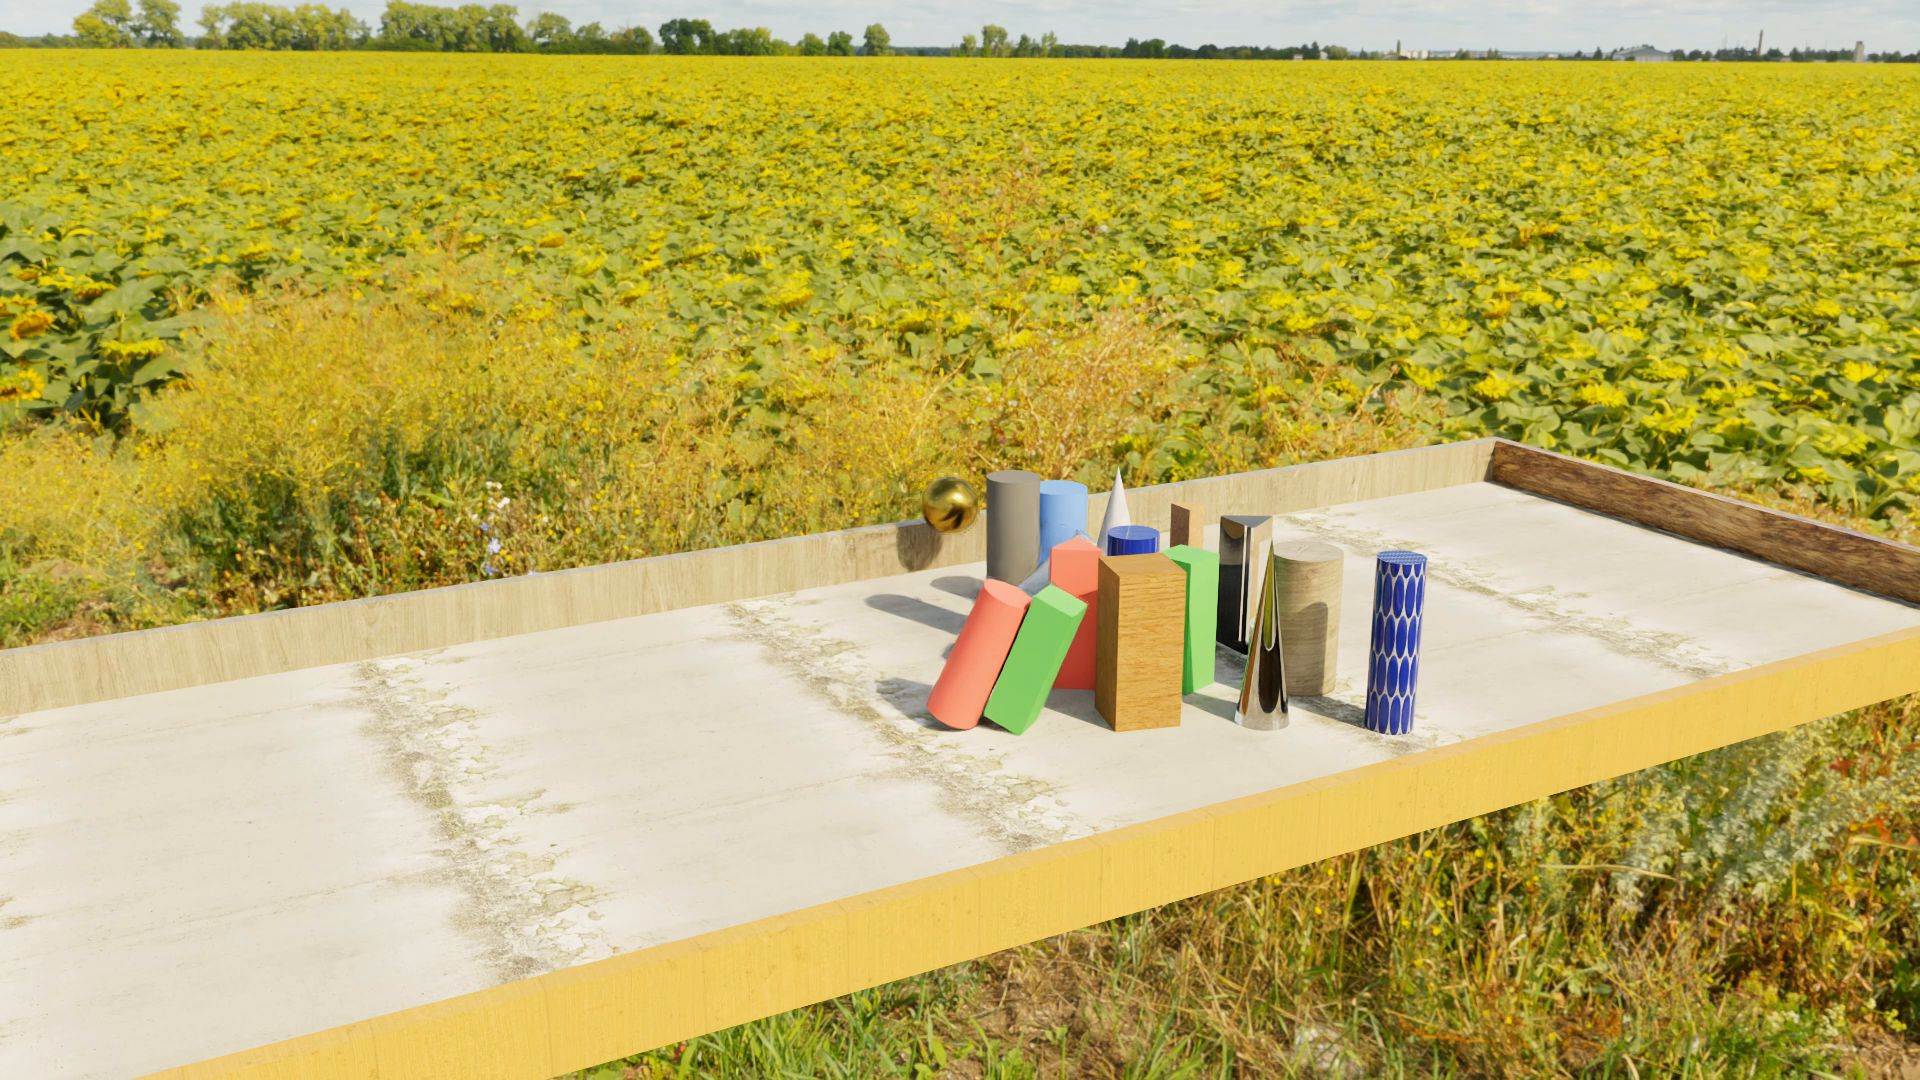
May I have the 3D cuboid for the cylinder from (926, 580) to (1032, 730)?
[{"bbox_3d":[0.046,0.266,3.821,0.127,0.332,0.127,22,20,-8],"label":"cylinder"}]

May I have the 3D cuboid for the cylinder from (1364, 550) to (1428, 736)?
[{"bbox_3d":[1.006,0.238,3.813,0.113,0.414,0.113,0,16,0],"label":"cylinder"}]

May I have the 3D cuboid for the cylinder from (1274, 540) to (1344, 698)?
[{"bbox_3d":[0.848,0.194,4.079,0.178,0.348,0.178,0,16,0],"label":"cylinder"}]

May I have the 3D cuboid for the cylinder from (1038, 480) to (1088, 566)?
[{"bbox_3d":[0.272,0.031,4.599,0.160,0.367,0.160,0,16,0],"label":"cylinder"}]

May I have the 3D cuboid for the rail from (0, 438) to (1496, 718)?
[{"bbox_3d":[-3.305,0.497,3.399,12.000,0.150,0.050,-9,18,-27],"label":"rail"}]

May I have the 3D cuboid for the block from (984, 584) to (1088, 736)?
[{"bbox_3d":[0.173,0.277,3.799,0.100,0.332,0.100,29,25,15],"label":"block"}]

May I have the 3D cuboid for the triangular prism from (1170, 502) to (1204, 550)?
[{"bbox_3d":[0.619,0.056,4.594,0.079,0.321,0.091,10,19,30],"label":"triangular prism"}]

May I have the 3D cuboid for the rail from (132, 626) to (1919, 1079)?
[{"bbox_3d":[-2.336,1.006,1.665,12.000,0.150,0.050,-9,18,-27],"label":"rail"}]

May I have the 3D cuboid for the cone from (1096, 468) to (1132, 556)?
[{"bbox_3d":[0.460,-0.040,4.842,0.176,0.365,0.176,0,16,0],"label":"cone"}]

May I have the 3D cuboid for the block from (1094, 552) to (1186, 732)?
[{"bbox_3d":[0.421,0.238,3.872,0.160,0.379,0.160,-4,17,-13],"label":"block"}]

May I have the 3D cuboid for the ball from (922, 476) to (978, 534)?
[{"bbox_3d":[-0.030,-0.104,4.890,0.171,0.171,0.171,0,16,0],"label":"ball"}]

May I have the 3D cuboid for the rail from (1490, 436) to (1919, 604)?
[{"bbox_3d":[2.466,-0.048,5.253,0.050,0.150,2.100,-9,18,-27],"label":"rail"}]

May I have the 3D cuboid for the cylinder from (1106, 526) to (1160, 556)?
[{"bbox_3d":[0.456,0.127,4.376,0.139,0.307,0.139,0,16,0],"label":"cylinder"}]

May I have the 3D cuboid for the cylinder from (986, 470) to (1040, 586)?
[{"bbox_3d":[0.139,0.053,4.364,0.140,0.456,0.140,0,16,0],"label":"cylinder"}]

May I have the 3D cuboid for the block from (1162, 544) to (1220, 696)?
[{"bbox_3d":[0.553,0.197,4.085,0.117,0.339,0.117,15,22,42],"label":"block"}]

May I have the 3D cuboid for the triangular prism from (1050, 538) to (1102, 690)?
[{"bbox_3d":[0.288,0.181,4.100,0.126,0.360,0.109,2,16,6],"label":"triangular prism"}]

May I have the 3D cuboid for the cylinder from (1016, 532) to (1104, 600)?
[{"bbox_3d":[0.227,0.154,4.223,0.349,0.161,0.161,-41,23,-3],"label":"cylinder"}]

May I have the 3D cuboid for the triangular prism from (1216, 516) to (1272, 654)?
[{"bbox_3d":[0.737,0.111,4.362,0.117,0.347,0.135,10,19,30],"label":"triangular prism"}]

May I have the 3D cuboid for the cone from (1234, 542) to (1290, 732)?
[{"bbox_3d":[0.715,0.209,3.838,0.128,0.454,0.128,0,16,0],"label":"cone"}]
